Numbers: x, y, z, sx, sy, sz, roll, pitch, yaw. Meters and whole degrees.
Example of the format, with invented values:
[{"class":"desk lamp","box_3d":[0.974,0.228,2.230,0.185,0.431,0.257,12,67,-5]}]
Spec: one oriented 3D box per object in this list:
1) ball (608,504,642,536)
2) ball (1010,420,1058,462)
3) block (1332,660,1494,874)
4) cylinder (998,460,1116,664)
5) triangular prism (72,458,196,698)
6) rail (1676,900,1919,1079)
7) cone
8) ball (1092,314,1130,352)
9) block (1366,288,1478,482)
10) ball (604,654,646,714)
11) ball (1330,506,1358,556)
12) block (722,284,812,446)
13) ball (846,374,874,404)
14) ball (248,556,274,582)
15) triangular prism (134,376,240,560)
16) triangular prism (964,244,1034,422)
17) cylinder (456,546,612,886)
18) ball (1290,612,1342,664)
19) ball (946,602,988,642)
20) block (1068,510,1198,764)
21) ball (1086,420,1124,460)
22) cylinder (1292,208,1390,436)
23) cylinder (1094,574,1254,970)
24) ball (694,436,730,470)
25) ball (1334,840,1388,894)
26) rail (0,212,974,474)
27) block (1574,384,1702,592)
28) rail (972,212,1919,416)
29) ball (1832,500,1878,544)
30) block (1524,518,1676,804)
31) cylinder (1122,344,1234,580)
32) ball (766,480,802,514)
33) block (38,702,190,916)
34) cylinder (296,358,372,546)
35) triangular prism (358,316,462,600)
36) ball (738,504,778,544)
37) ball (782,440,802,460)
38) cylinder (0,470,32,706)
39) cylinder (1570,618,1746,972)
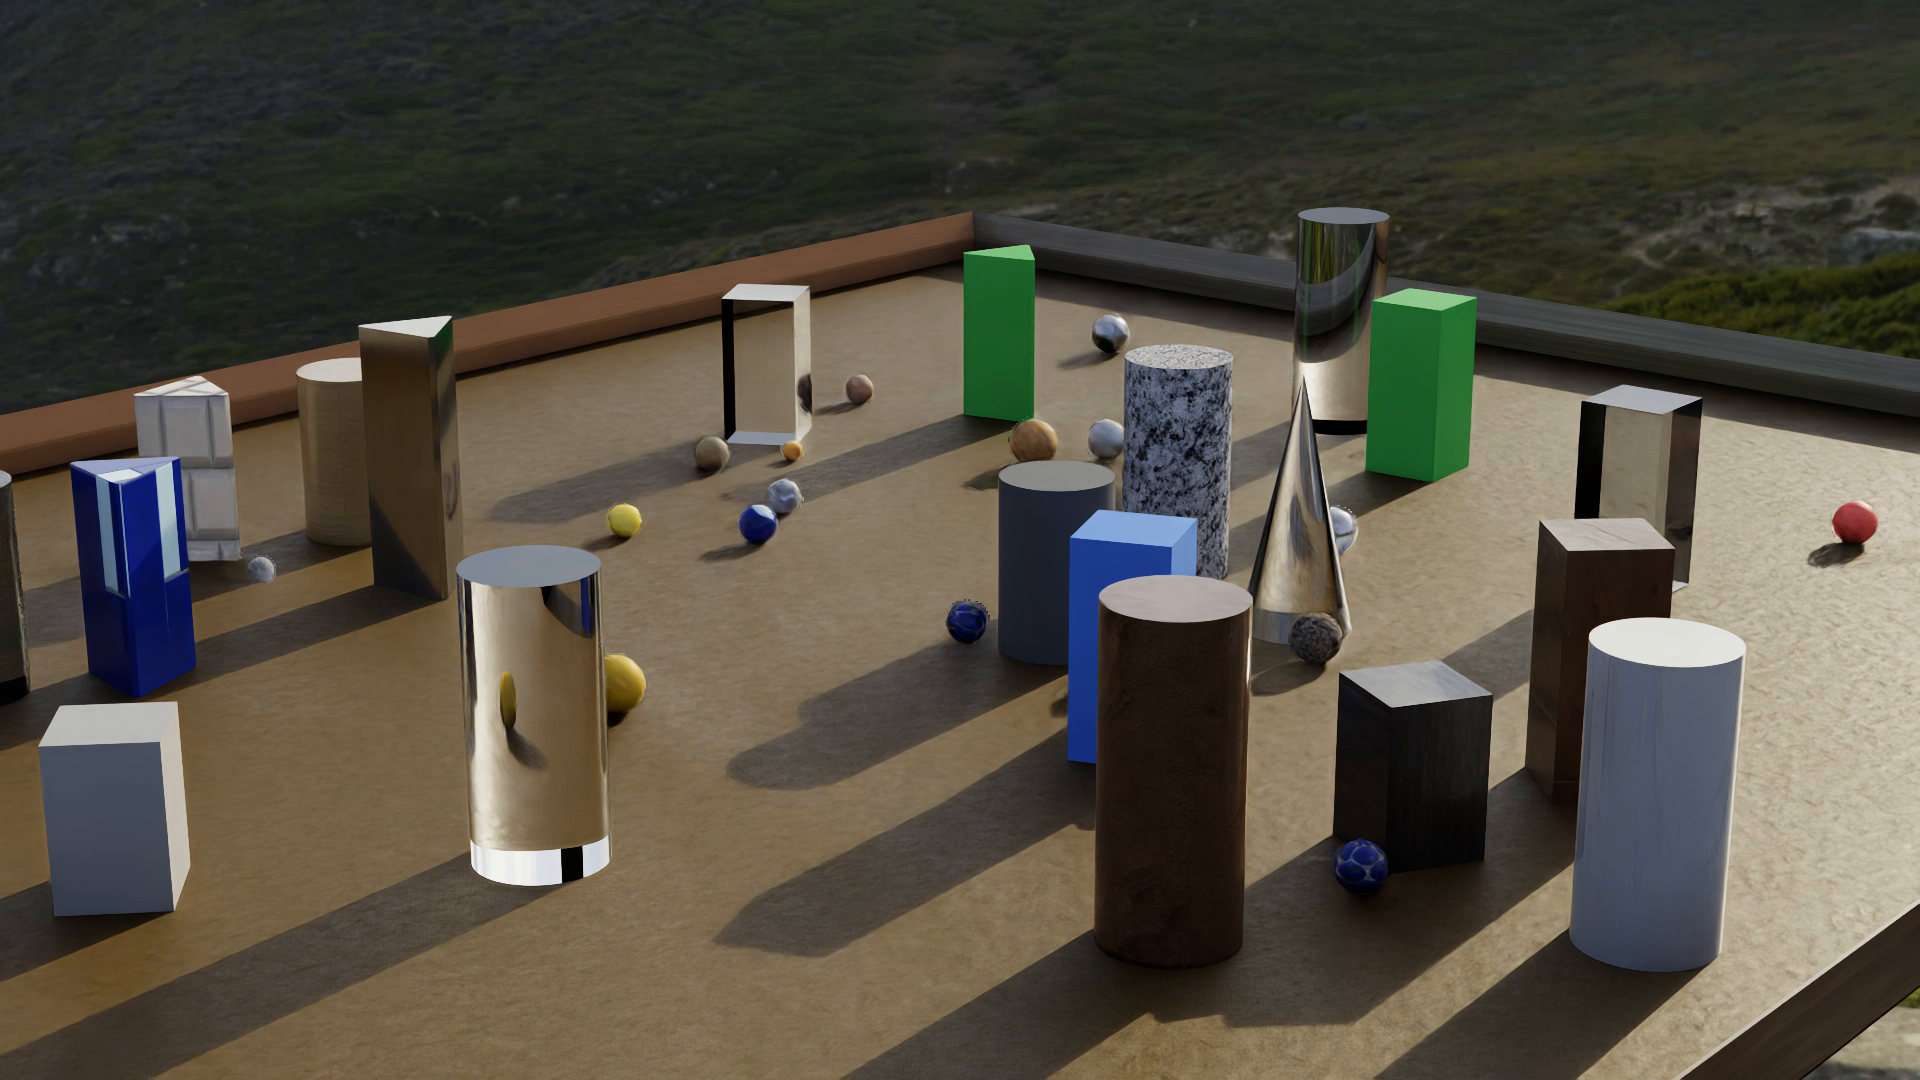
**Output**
[{"class":"ball","box_3d":[-0.624,-0.037,5.456,0.061,0.061,0.061,0,17,0]},{"class":"ball","box_3d":[0.150,-0.197,5.927,0.095,0.095,0.095,0,17,0]},{"class":"block","box_3d":[0.617,0.308,4.006,0.152,0.239,0.152,-6,18,-19]},{"class":"cylinder","box_3d":[0.158,0.035,4.816,0.190,0.294,0.190,0,17,0]},{"class":"triangular prism","box_3d":[-1.297,0.049,4.671,0.143,0.351,0.165,-14,22,-39]},{"class":"rail","box_3d":[1.445,0.394,3.920,0.045,0.124,4.565,14,22,39]},{"class":"cone","box_3d":[0.566,-0.064,4.893,0.190,0.440,0.190,0,17,0]},{"class":"ball","box_3d":[0.354,-0.485,6.891,0.090,0.090,0.090,0,17,0]},{"class":"block","box_3d":[0.923,-0.312,5.870,0.152,0.348,0.152,12,21,35]},{"class":"ball","box_3d":[-0.533,0.224,4.538,0.093,0.093,0.093,0,17,0]},{"class":"ball","box_3d":[0.678,-0.015,5.335,0.090,0.090,0.090,0,17,0]},{"class":"block","box_3d":[-0.403,-0.367,6.127,0.152,0.306,0.152,3,17,9]},{"class":"ball","box_3d":[-0.220,-0.332,6.430,0.063,0.063,0.063,0,17,0]},{"class":"ball","box_3d":[-1.237,0.053,5.187,0.046,0.046,0.046,0,17,0]},{"class":"triangular prism","box_3d":[-1.393,-0.132,5.344,0.165,0.308,0.143,0,17,-2]},{"class":"triangular prism","box_3d":[0.113,-0.450,6.318,0.165,0.353,0.143,8,19,26]},{"class":"cylinder","box_3d":[-0.571,0.234,3.944,0.190,0.417,0.190,0,17,0]},{"class":"ball","box_3d":[0.580,0.159,4.769,0.084,0.084,0.084,0,17,0]},{"class":"ball","box_3d":[0.012,0.137,4.870,0.068,0.068,0.068,0,17,0]},{"class":"block","box_3d":[0.256,0.148,4.354,0.152,0.346,0.152,5,18,17]},{"class":"ball","box_3d":[0.300,-0.204,5.974,0.083,0.083,0.083,0,17,0]},{"class":"cylinder","box_3d":[0.802,-0.463,6.196,0.190,0.450,0.190,0,17,0]},{"class":"cylinder","box_3d":[0.266,0.291,3.687,0.190,0.458,0.190,0,17,0]},{"class":"ball","box_3d":[-0.499,-0.174,5.897,0.069,0.069,0.069,0,17,0]},{"class":"ball","box_3d":[0.531,0.433,3.882,0.073,0.073,0.073,0,17,0]},{"class":"rail","box_3d":[-1.445,-0.332,6.322,0.045,0.124,4.565,14,22,39]},{"class":"block","box_3d":[1.181,-0.082,5.125,0.152,0.339,0.152,13,21,38]},{"class":"rail","box_3d":[1.481,-0.462,6.753,3.875,0.124,0.045,14,22,39]},{"class":"ball","box_3d":[1.652,-0.032,5.410,0.079,0.079,0.079,0,17,0]},{"class":"block","box_3d":[0.916,0.173,4.211,0.152,0.380,0.152,-1,17,-4]},{"class":"cylinder","box_3d":[0.385,-0.134,5.208,0.190,0.392,0.190,0,17,0]},{"class":"ball","box_3d":[-0.336,-0.083,5.601,0.066,0.066,0.066,0,17,0]},{"class":"block","box_3d":[-1.112,0.353,3.864,0.152,0.236,0.152,-2,17,-6]},{"class":"cylinder","box_3d":[-1.127,-0.165,5.450,0.190,0.311,0.190,0,17,0]},{"class":"triangular prism","box_3d":[-0.928,-0.150,5.130,0.165,0.467,0.143,10,20,30]},{"class":"ball","box_3d":[-0.373,-0.030,5.416,0.073,0.073,0.073,0,17,0]},{"class":"ball","box_3d":[-0.341,-0.183,5.976,0.041,0.041,0.041,0,17,0]},{"class":"cylinder","box_3d":[-1.569,0.077,4.591,0.190,0.345,0.190,0,17,0]},{"class":"cylinder","box_3d":[0.876,0.319,3.690,0.190,0.402,0.190,0,17,0]}]
